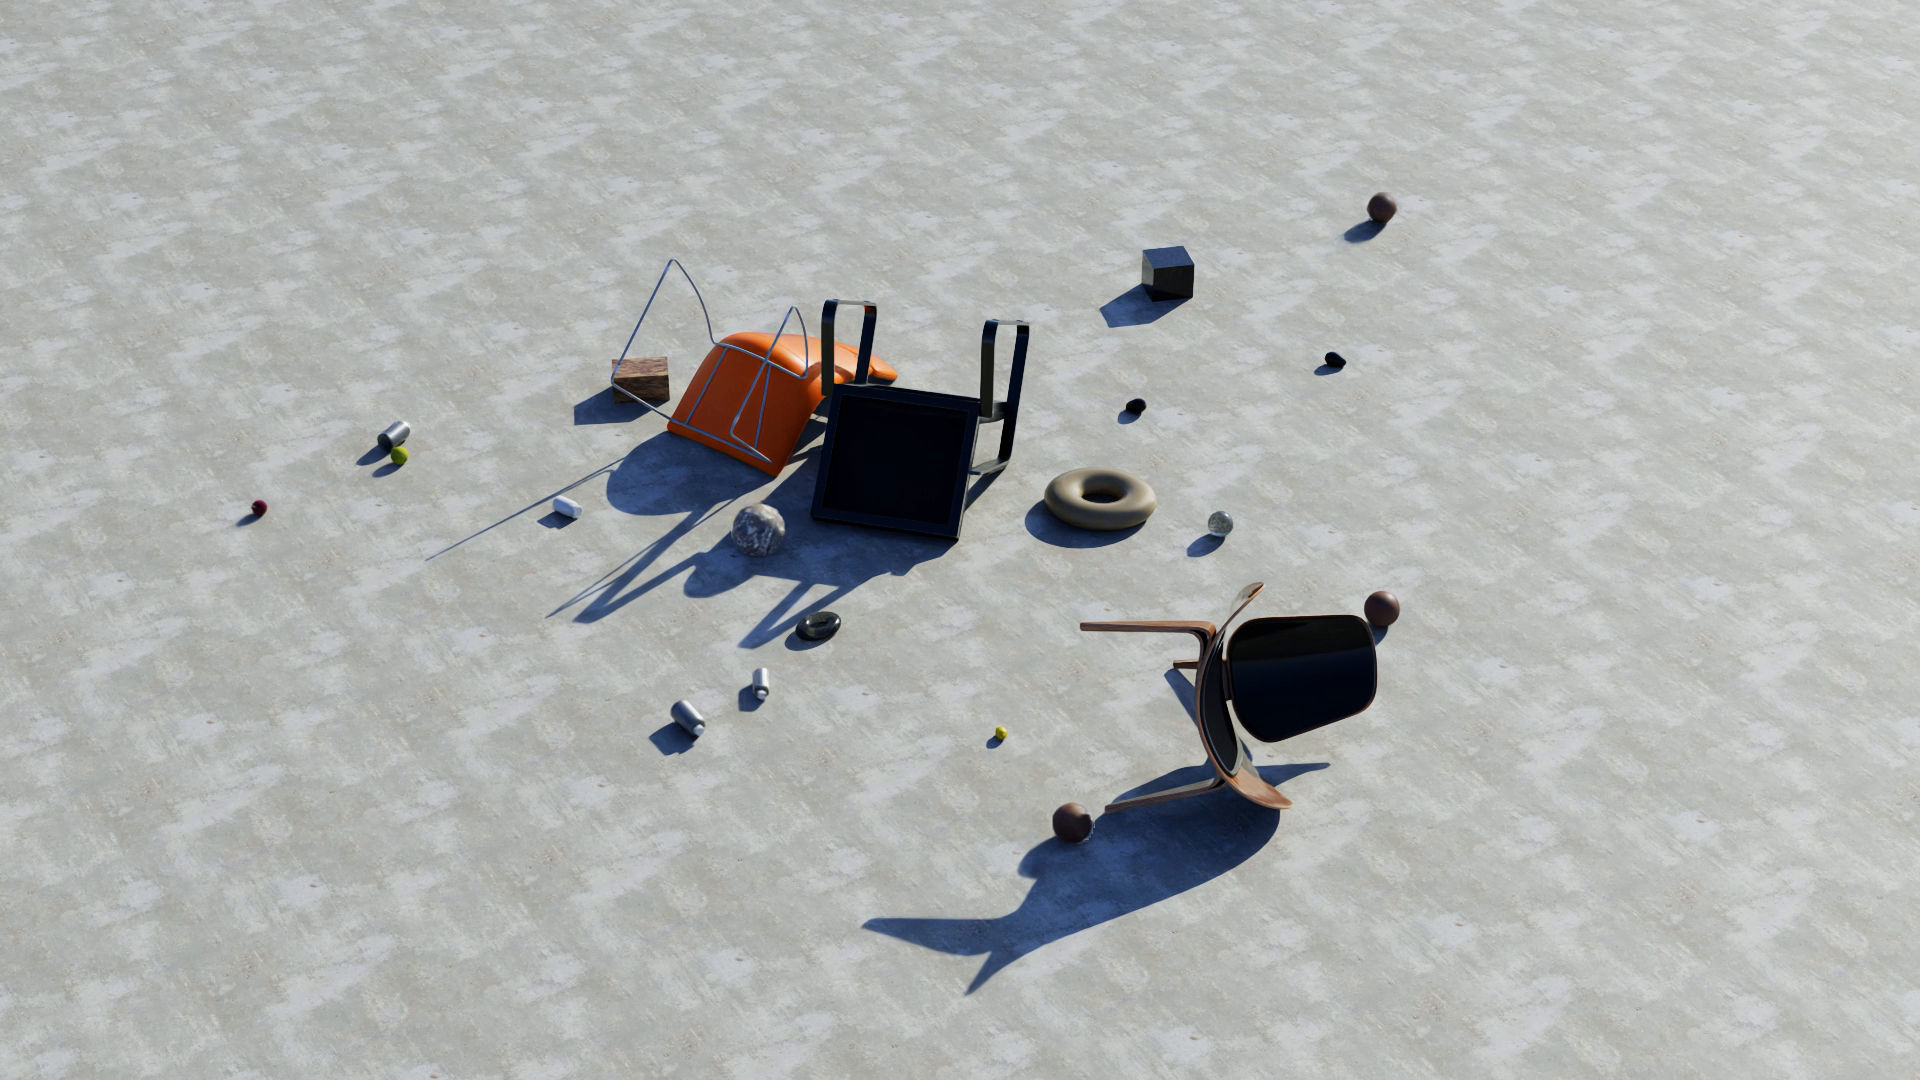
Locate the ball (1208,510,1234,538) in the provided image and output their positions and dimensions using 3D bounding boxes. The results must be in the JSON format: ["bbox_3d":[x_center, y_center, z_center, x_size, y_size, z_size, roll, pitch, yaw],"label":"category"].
[{"bbox_3d":[0.973,-0.060,10.946,0.098,0.098,0.098,0,33,0],"label":"ball"}]

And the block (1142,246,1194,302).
[{"bbox_3d":[0.888,-1.138,12.525,0.180,0.160,0.175,-7,34,-10],"label":"block"}]

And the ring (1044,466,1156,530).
[{"bbox_3d":[0.531,-0.157,11.100,0.429,0.092,0.374,6,35,9],"label":"ring"}]

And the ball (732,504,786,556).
[{"bbox_3d":[-0.743,-0.038,10.825,0.196,0.196,0.196,0,33,0],"label":"ball"}]

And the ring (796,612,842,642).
[{"bbox_3d":[-0.504,0.307,10.440,0.184,0.044,0.132,-25,42,-34],"label":"ring"}]

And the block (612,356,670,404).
[{"bbox_3d":[-1.286,-0.645,11.815,0.224,0.119,0.150,-4,34,-5],"label":"block"}]
